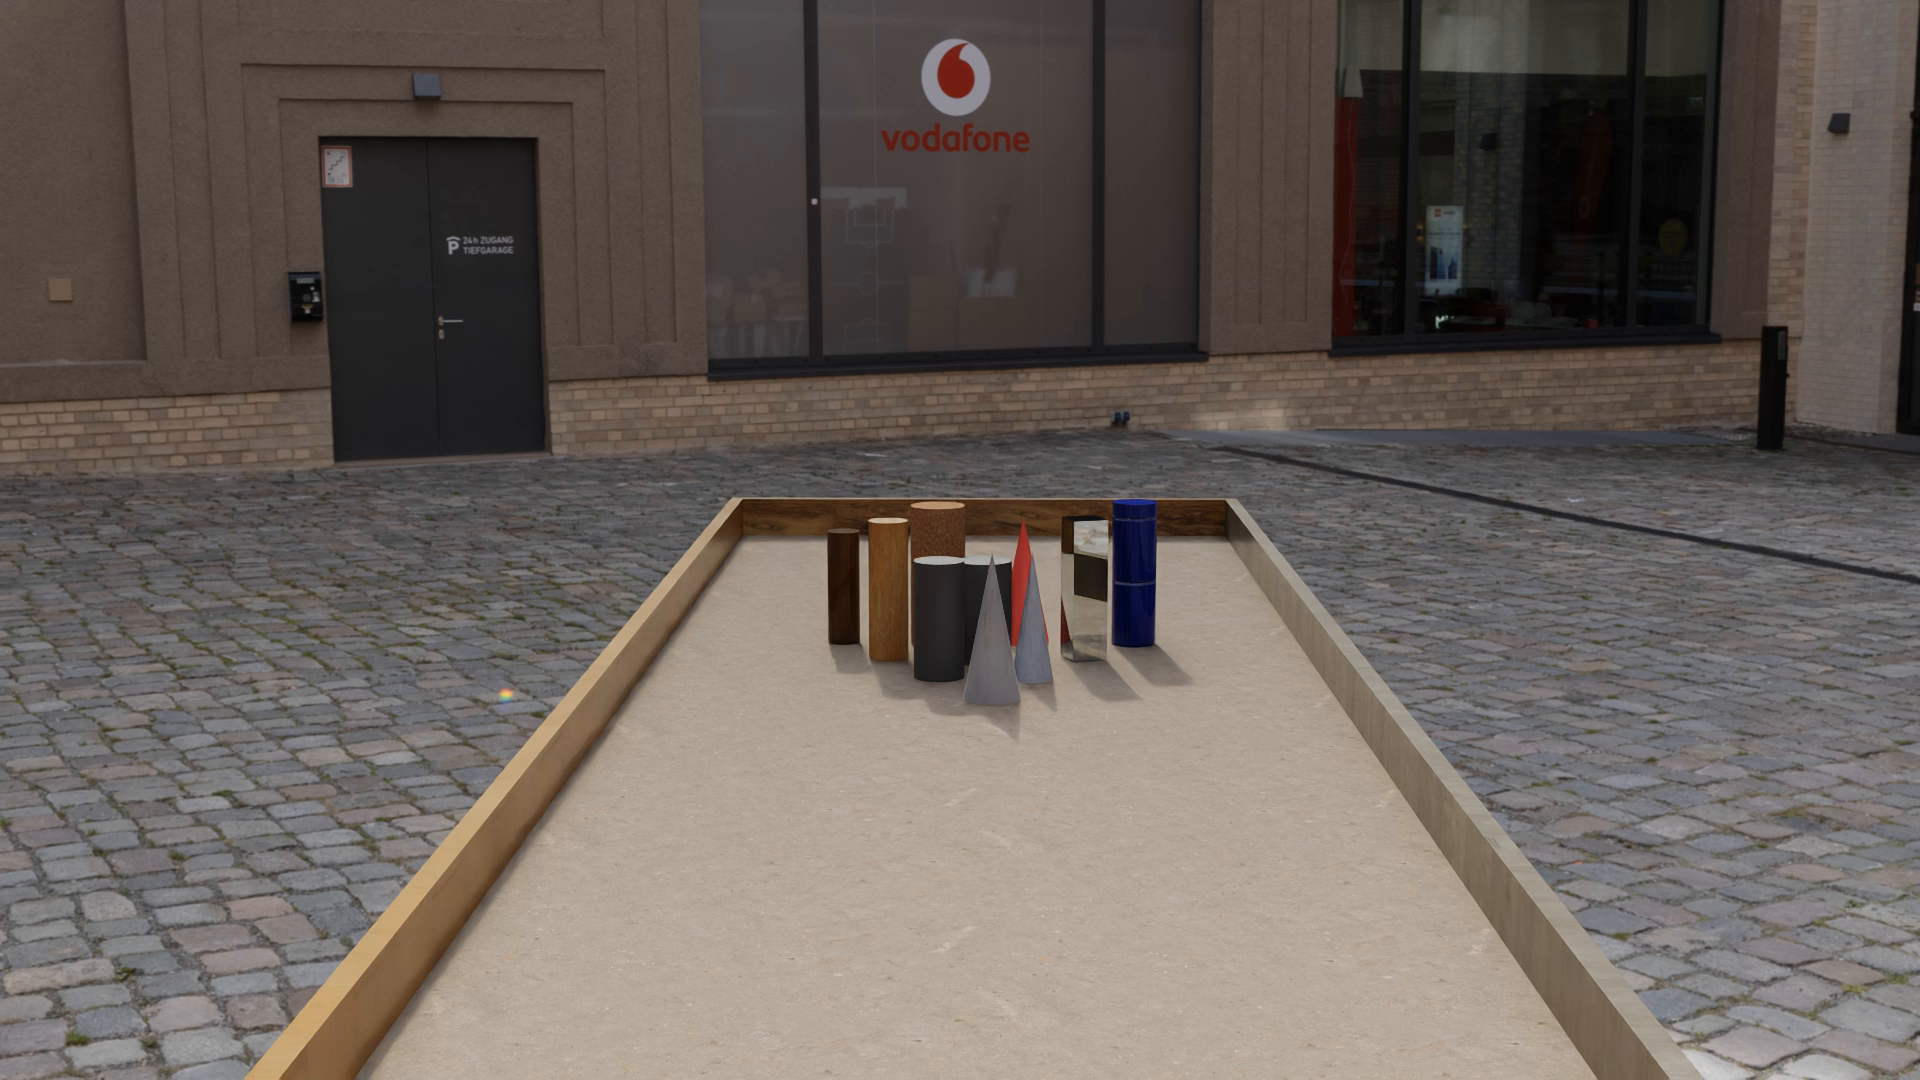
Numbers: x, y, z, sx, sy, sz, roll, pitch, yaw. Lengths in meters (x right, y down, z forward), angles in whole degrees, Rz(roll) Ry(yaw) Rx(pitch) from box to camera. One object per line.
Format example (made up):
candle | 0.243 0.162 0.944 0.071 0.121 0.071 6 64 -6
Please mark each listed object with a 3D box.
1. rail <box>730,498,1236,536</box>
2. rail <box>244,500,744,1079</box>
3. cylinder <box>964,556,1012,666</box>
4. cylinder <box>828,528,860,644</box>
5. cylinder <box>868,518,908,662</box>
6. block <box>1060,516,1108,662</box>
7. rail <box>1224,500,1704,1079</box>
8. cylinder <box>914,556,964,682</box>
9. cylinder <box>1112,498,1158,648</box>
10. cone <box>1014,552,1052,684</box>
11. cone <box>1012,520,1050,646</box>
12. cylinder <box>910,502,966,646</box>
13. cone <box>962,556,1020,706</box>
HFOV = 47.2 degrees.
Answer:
rail | 0.099 -0.098 9.147 2.100 0.150 0.050 0 9 1
rail | -1.004 0.839 3.234 0.050 0.150 12.000 0 9 1
cylinder | 0.073 0.214 6.666 0.168 0.310 0.168 0 9 0
cylinder | -0.367 0.147 6.948 0.102 0.355 0.102 0 9 0
cylinder | -0.218 0.150 6.708 0.121 0.424 0.121 0 9 0
block | 0.378 0.148 6.695 0.110 0.432 0.110 -3 9 -17
rail | 1.046 0.843 3.208 0.050 0.150 12.000 0 9 1
cylinder | -0.061 0.231 6.445 0.150 0.347 0.150 0 9 0
cylinder | 0.548 0.103 6.916 0.139 0.451 0.139 0 9 0
cone | 0.211 0.219 6.416 0.122 0.378 0.122 0 9 0
cone | 0.200 0.124 6.953 0.166 0.399 0.166 0 9 0
cylinder | -0.069 0.109 6.914 0.171 0.440 0.171 0 9 0
cone | 0.090 0.239 6.159 0.164 0.419 0.164 0 9 0
